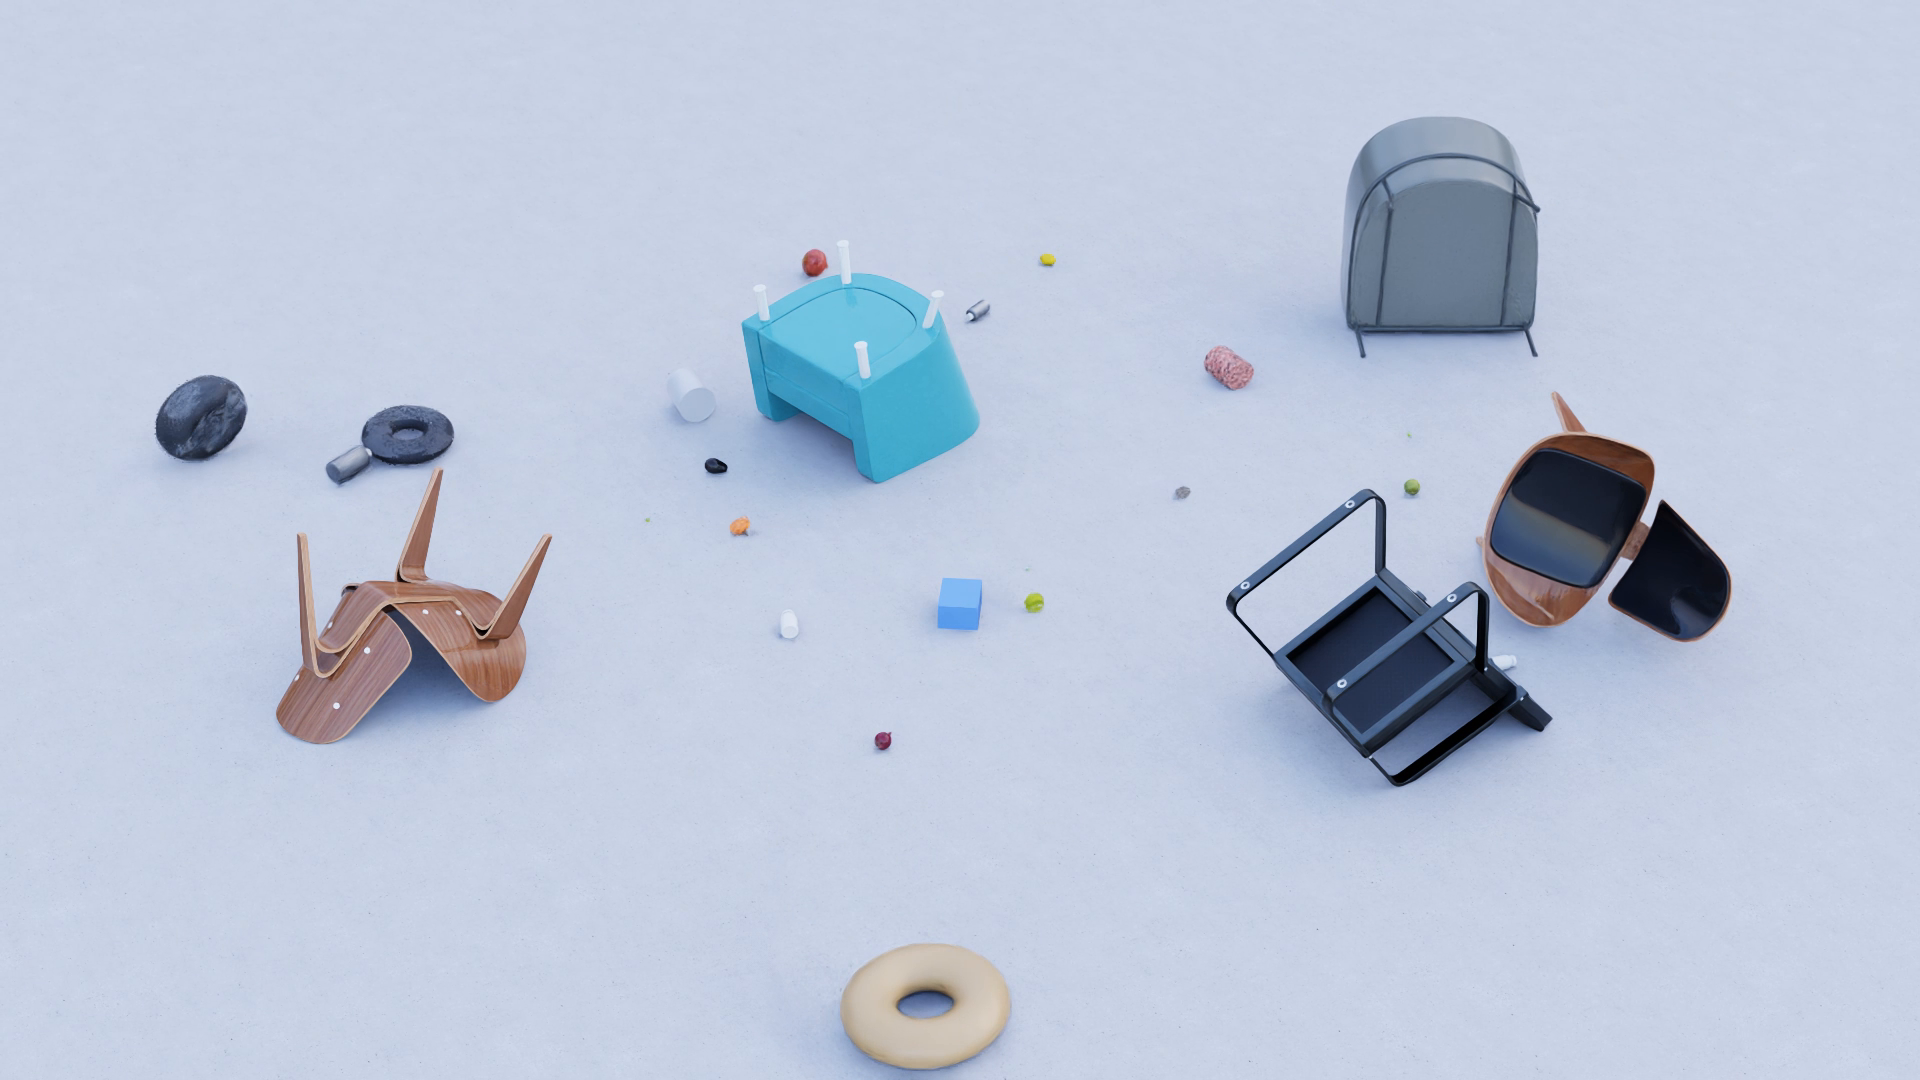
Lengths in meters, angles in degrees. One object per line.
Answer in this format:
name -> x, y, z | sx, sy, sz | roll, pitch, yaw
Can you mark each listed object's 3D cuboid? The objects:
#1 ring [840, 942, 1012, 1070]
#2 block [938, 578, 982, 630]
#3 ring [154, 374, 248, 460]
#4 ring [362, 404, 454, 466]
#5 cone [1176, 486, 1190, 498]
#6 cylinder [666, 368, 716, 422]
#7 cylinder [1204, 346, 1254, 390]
ring -> -0.102, 1.382, 8.727 | 0.506, 0.125, 0.522 | 18, 37, 29
block -> 0.000, 0.229, 10.510 | 0.143, 0.096, 0.181 | 3, 33, 4
ring -> -2.945, -0.474, 11.383 | 0.178, 0.316, 0.380 | 34, 61, 29
ring -> -2.166, -0.413, 11.499 | 0.358, 0.082, 0.402 | -16, 37, -22
cone -> 0.838, -0.186, 11.206 | 0.062, 0.047, 0.063 | -9, 13, -25
cylinder -> -1.072, -0.580, 11.685 | 0.150, 0.155, 0.175 | 5, 29, -28
cylinder -> 1.092, -0.702, 11.901 | 0.131, 0.120, 0.164 | -15, 36, -27
